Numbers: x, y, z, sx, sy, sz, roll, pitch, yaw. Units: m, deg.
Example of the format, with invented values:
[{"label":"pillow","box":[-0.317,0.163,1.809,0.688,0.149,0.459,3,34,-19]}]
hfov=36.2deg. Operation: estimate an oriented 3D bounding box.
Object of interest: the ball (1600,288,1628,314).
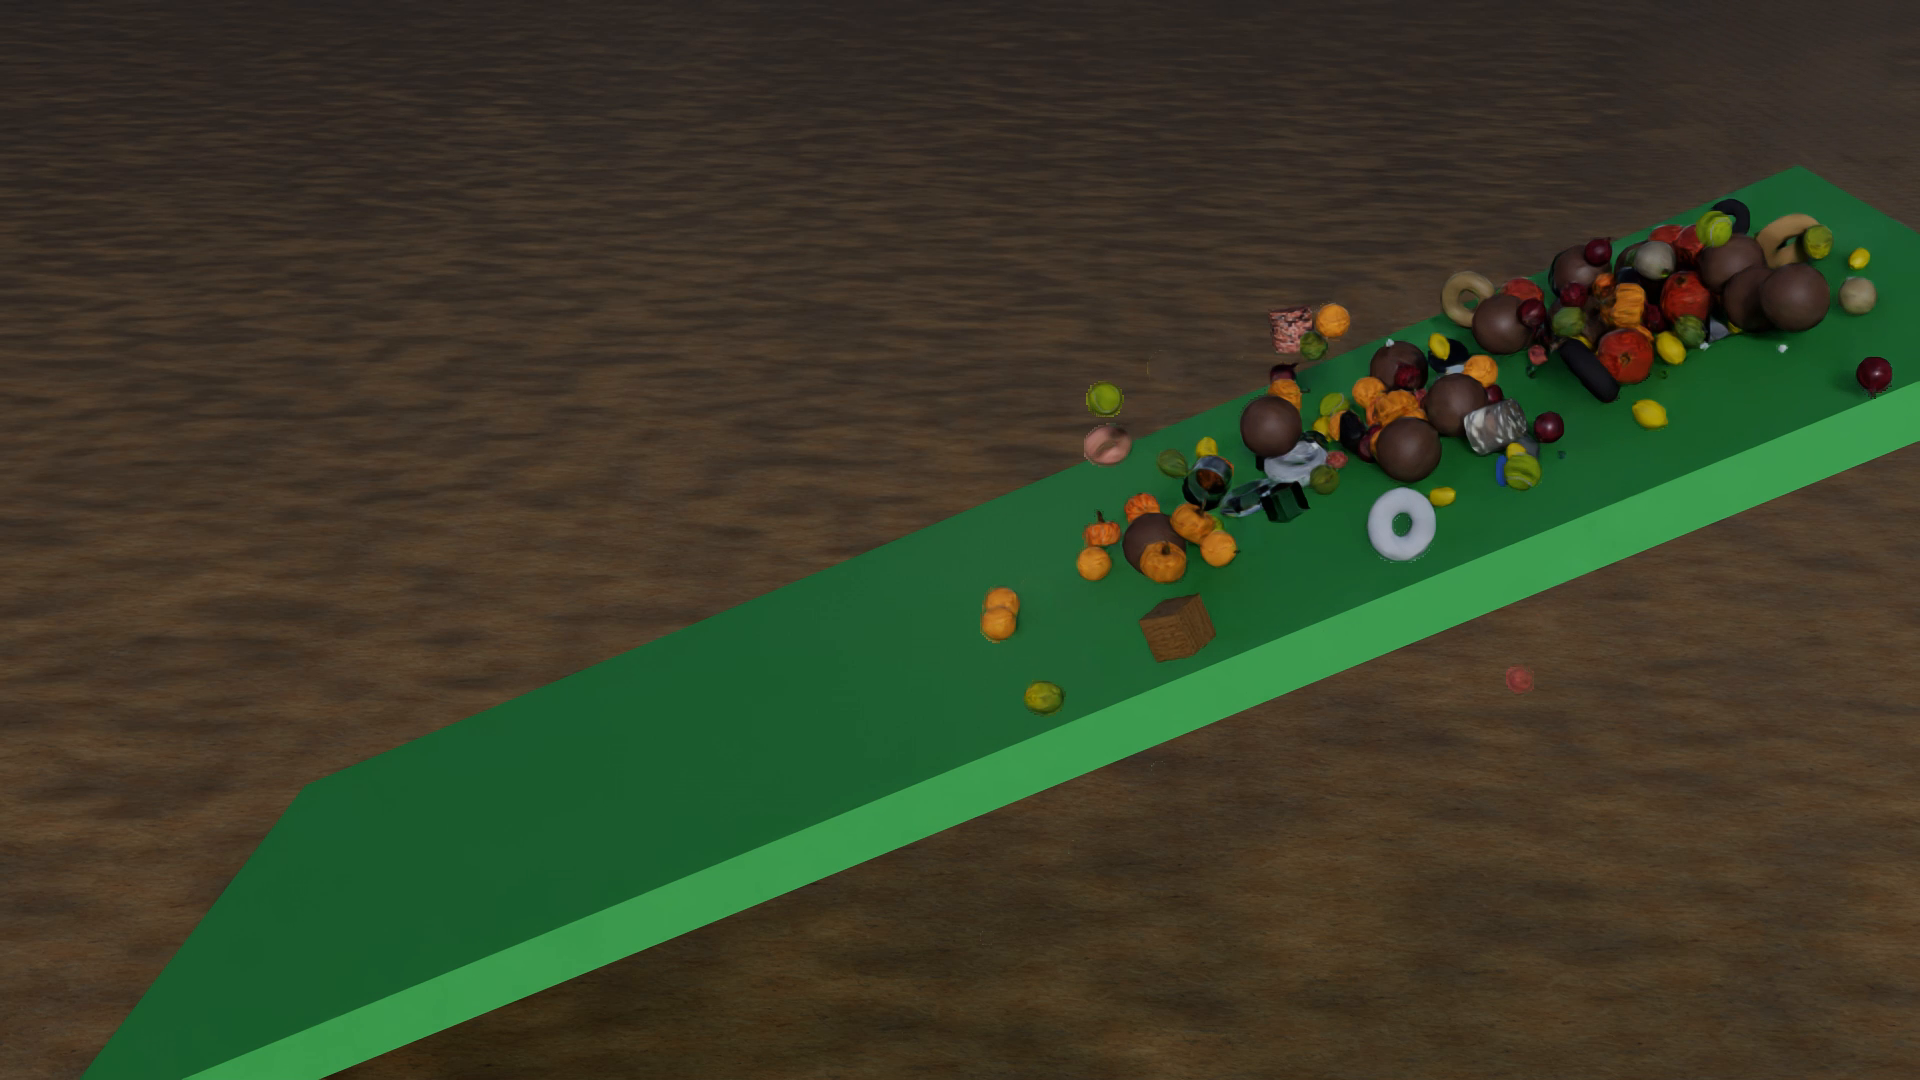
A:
[{"label":"ball","box":[1.416,-0.518,6.361,0.058,0.058,0.058,0,15,0]}]

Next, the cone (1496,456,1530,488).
[{"label":"cone","box":[1.046,-0.129,5.526,0.060,0.060,0.060,0,14,-16]}]

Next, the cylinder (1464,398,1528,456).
[{"label":"cylinder","box":[1.047,-0.220,5.741,0.091,0.091,0.091,-19,3,33]}]

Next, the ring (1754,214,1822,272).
[{"label":"ring","box":[1.706,-0.613,6.064,0.146,0.146,0.049,-5,49,-17]}]

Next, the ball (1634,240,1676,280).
[{"label":"ball","box":[1.395,-0.561,5.901,0.081,0.081,0.081,0,15,0]}]

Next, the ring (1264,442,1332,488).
[{"label":"ring","box":[0.705,-0.158,6.141,0.140,0.047,0.140,-5,34,4]}]

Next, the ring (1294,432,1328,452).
[{"label":"ring","box":[0.745,-0.197,6.248,0.075,0.075,0.025,1,27,2]}]

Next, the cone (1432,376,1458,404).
[{"label":"cone","box":[1.019,-0.326,6.240,0.059,0.059,0.059,-12,-25,-6]}]

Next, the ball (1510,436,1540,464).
[{"label":"ball","box":[1.073,-0.170,5.582,0.054,0.054,0.054,0,15,0]}]

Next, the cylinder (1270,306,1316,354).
[{"label":"cylinder","box":[0.737,-0.465,6.502,0.091,0.091,0.091,-9,9,1]}]

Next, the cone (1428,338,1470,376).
[{"label":"cone","box":[1.071,-0.383,6.472,0.090,0.090,0.090,1,-21,4]}]

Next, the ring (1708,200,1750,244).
[{"label":"ring","box":[1.707,-0.708,6.531,0.100,0.100,0.033,12,-1,38]}]

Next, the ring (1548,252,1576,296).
[{"label":"ring","box":[1.376,-0.607,6.716,0.035,0.105,0.105,7,13,-12]}]

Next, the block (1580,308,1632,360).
[{"label":"block","box":[1.330,-0.424,6.060,0.067,0.067,0.067,-42,13,9]}]

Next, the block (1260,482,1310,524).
[{"label":"block","box":[0.656,-0.076,5.952,0.061,0.061,0.061,-31,14,-29]}]

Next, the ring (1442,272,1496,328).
[{"label":"ring","box":[1.168,-0.551,6.750,0.135,0.135,0.045,8,26,29]}]

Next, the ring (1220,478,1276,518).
[{"label":"ring","box":[0.604,-0.087,6.133,0.134,0.045,0.134,-23,11,5]}]

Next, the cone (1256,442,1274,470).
[{"label":"cone","box":[0.684,-0.171,6.361,0.065,0.065,0.065,27,28,34]}]

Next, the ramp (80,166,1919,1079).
[{"label":"ramp","box":[0.131,0.171,6.285,4.000,0.100,2.000,-22,13,8]}]

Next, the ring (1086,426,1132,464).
[{"label":"ring","box":[0.351,-0.223,6.942,0.112,0.112,0.037,-2,44,-8]}]

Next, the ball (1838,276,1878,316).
[{"label":"ball","box":[1.700,-0.462,5.571,0.073,0.073,0.073,0,15,0]}]

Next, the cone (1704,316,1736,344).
[{"label":"cone","box":[1.511,-0.414,5.833,0.058,0.058,0.058,4,15,4]}]

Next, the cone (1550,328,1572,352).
[{"label":"cone","box":[1.235,-0.404,6.101,0.052,0.052,0.052,12,47,39]}]

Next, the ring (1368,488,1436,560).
[{"label":"ring","box":[0.786,-0.028,5.234,0.132,0.132,0.044,-5,7,-18]}]

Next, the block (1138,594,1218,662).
[{"label":"block","box":[0.400,0.162,5.394,0.087,0.087,0.087,-12,17,43]}]

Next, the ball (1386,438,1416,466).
[{"label":"ball","box":[0.891,-0.177,5.937,0.058,0.058,0.058,0,15,0]}]

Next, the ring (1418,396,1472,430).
[{"label":"ring","box":[1.009,-0.263,6.118,0.116,0.039,0.116,-22,13,6]}]

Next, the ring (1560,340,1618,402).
[{"label":"ring","box":[1.227,-0.330,5.735,0.049,0.148,0.148,-41,12,9]}]
